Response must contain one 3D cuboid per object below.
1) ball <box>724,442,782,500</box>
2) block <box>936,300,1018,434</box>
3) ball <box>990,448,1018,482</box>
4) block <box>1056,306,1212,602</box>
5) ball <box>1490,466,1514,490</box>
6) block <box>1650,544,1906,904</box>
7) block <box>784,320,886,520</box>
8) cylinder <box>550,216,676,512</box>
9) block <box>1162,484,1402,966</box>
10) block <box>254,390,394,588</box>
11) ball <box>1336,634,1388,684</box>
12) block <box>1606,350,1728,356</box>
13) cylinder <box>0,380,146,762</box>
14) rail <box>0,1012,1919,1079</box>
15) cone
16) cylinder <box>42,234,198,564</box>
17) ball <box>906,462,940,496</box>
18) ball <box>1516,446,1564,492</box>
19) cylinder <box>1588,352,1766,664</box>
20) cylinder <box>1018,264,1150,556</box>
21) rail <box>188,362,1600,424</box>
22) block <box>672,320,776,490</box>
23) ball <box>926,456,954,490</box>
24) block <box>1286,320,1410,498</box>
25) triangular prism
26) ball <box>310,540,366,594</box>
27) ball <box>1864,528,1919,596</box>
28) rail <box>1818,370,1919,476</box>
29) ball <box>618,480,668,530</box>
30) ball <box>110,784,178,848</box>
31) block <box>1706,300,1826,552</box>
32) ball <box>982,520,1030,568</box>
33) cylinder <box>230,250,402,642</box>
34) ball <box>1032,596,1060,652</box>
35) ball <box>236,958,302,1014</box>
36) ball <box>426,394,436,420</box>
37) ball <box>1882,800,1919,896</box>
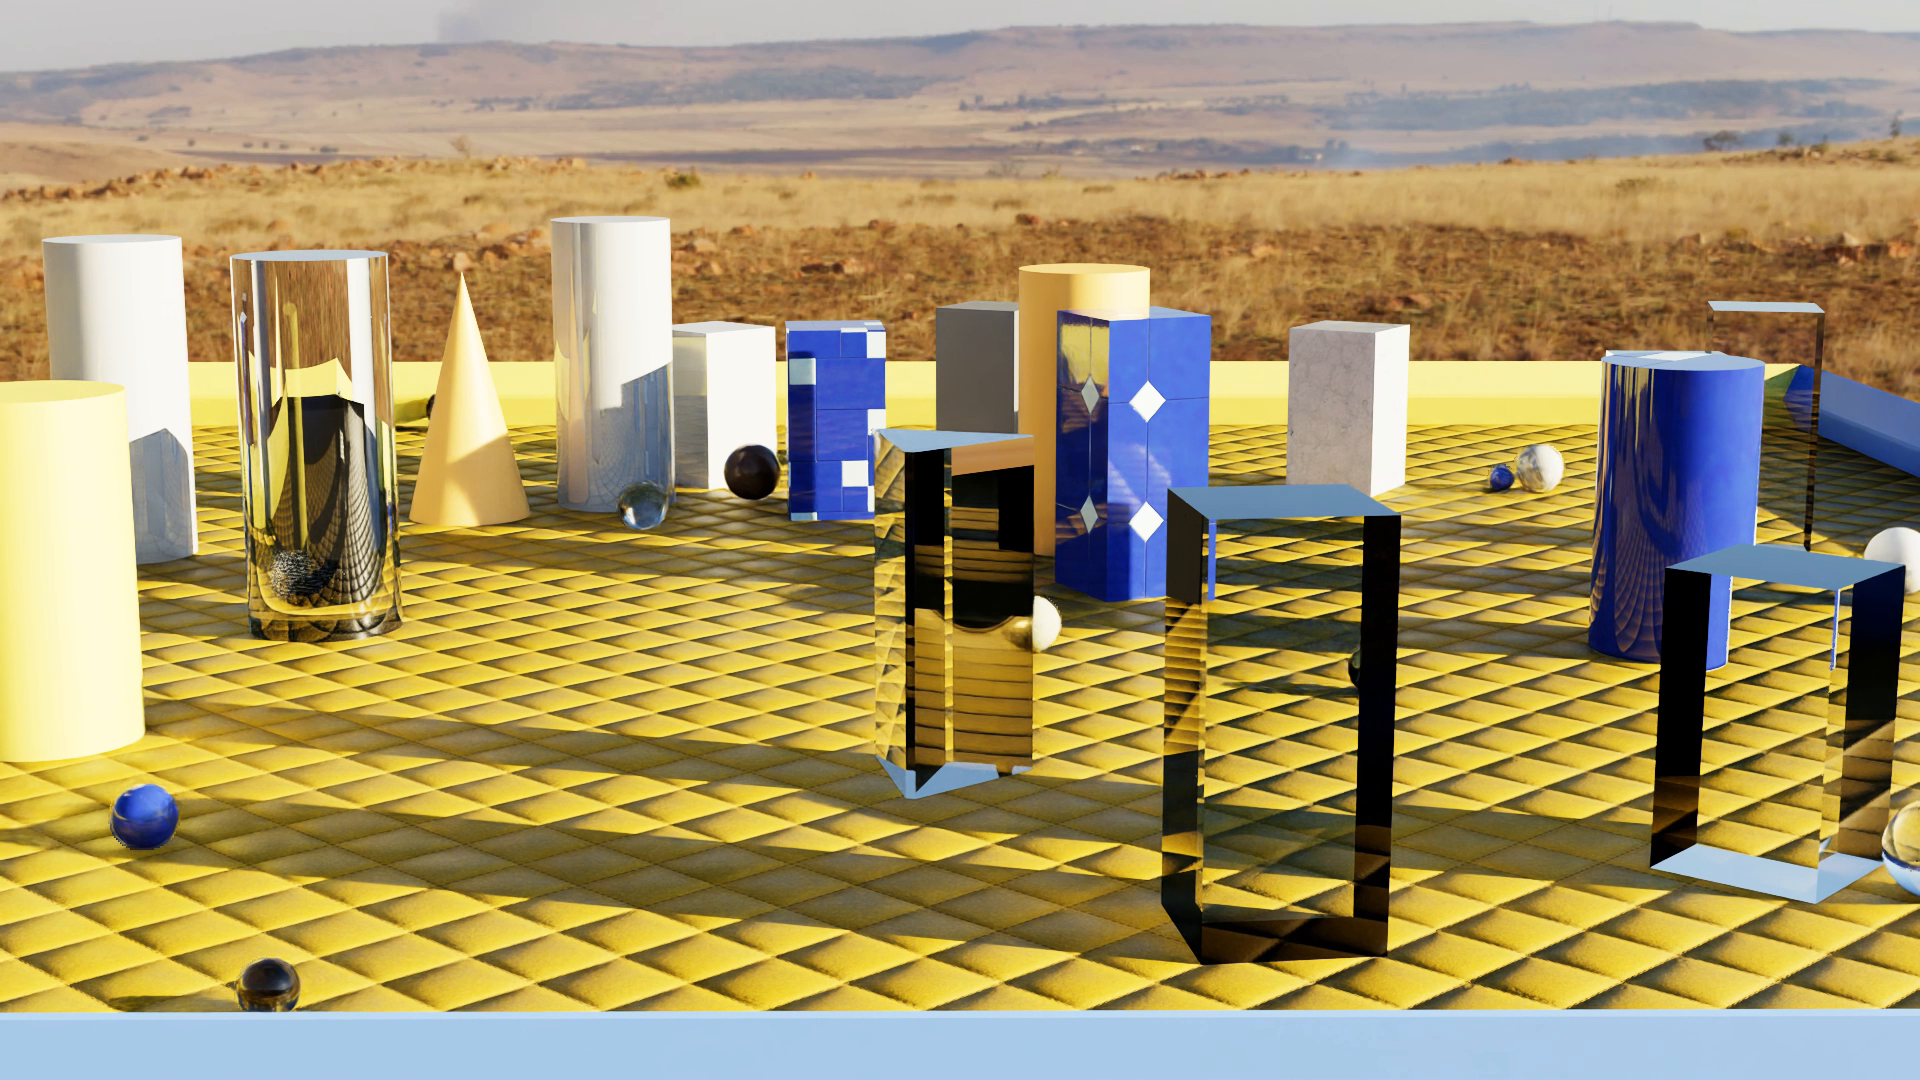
[{"bbox_3d":[-0.352,-0.116,4.340,0.098,0.098,0.098,0,10,0],"label":"ball"},{"bbox_3d":[0.062,-0.280,4.684,0.157,0.295,0.157,5,12,26],"label":"block"},{"bbox_3d":[0.083,-0.133,4.529,0.062,0.062,0.062,0,10,0],"label":"ball"},{"bbox_3d":[0.240,-0.124,3.588,0.157,0.387,0.157,-5,12,-24],"label":"block"},{"bbox_3d":[0.938,-0.106,4.440,0.042,0.042,0.042,0,10,0],"label":"ball"},{"bbox_3d":[0.745,0.162,2.339,0.157,0.281,0.157,9,14,40],"label":"block"},{"bbox_3d":[-0.205,-0.198,4.207,0.157,0.308,0.157,-1,11,-5],"label":"block"},{"bbox_3d":[-0.578,-0.297,4.283,0.197,0.474,0.197,0,10,0],"label":"cylinder"},{"bbox_3d":[0.265,0.150,2.156,0.157,0.371,0.157,-1,11,-7],"label":"block"},{"bbox_3d":[-0.907,-0.075,3.670,0.157,0.262,0.157,0,11,-3],"label":"block"},{"bbox_3d":[0.478,0.142,3.052,0.060,0.060,0.060,0,10,0],"label":"ball"},{"bbox_3d":[0.991,-0.092,3.582,0.157,0.327,0.157,0,11,2],"label":"block"},{"bbox_3d":[-0.996,0.029,2.778,0.197,0.382,0.197,0,10,0],"label":"cylinder"},{"bbox_3d":[0.010,0.362,1.675,3.449,0.128,0.045,0,10,0],"label":"rail"},{"bbox_3d":[-0.802,-0.237,4.166,0.197,0.399,0.197,0,10,0],"label":"cone"},{"bbox_3d":[-1.253,-0.212,3.832,0.197,0.473,0.197,0,10,0],"label":"cylinder"},{"bbox_3d":[-0.064,-0.104,4.383,0.059,0.059,0.059,0,10,0],"label":"ball"},{"bbox_3d":[0.999,-0.123,4.424,0.080,0.080,0.080,0,10,0],"label":"ball"},{"bbox_3d":[0.895,-0.042,3.211,0.197,0.364,0.197,0,10,0],"label":"cylinder"},{"bbox_3d":[0.187,-0.199,3.893,0.197,0.424,0.197,0,10,0],"label":"cylinder"},{"bbox_3d":[-0.010,-0.296,5.223,3.449,0.128,0.045,0,10,0],"label":"rail"},{"bbox_3d":[-0.437,-0.241,4.540,0.157,0.271,0.157,10,14,43],"label":"block"},{"bbox_3d":[-0.039,-0.116,4.448,0.059,0.059,0.059,0,10,0],"label":"ball"},{"bbox_3d":[0.674,-0.231,4.459,0.157,0.281,0.157,6,12,30],"label":"block"},{"bbox_3d":[-0.037,0.067,2.656,0.170,0.352,0.148,-9,14,-42],"label":"triangular prism"},{"bbox_3d":[-0.866,0.037,3.574,0.076,0.076,0.076,0,10,0],"label":"ball"},{"bbox_3d":[1.303,0.030,3.559,0.095,0.095,0.095,0,10,0],"label":"ball"},{"bbox_3d":[1.701,0.031,3.459,0.045,0.128,3.655,0,10,0],"label":"rail"},{"bbox_3d":[-0.501,-0.055,4.067,0.078,0.078,0.078,0,10,0],"label":"ball"},{"bbox_3d":[-0.767,0.260,2.414,0.061,0.061,0.061,0,10,0],"label":"ball"},{"bbox_3d":[1.213,-0.171,3.898,0.157,0.367,0.157,2,11,13],"label":"block"},{"bbox_3d":[0.068,0.006,3.759,0.069,0.069,0.069,0,10,0],"label":"ball"},{"bbox_3d":[-0.832,-0.126,3.327,0.197,0.486,0.197,0,10,0],"label":"cylinder"},{"bbox_3d":[0.090,0.105,3.217,0.072,0.072,0.072,0,10,0],"label":"ball"},{"bbox_3d":[-0.533,0.347,1.980,0.048,0.048,0.048,0,10,0],"label":"ball"},{"bbox_3d":[-1.032,-0.261,5.163,0.083,0.083,0.083,0,10,0],"label":"ball"},{"bbox_3d":[0.861,0.273,2.267,0.088,0.088,0.088,0,10,0],"label":"ball"}]
